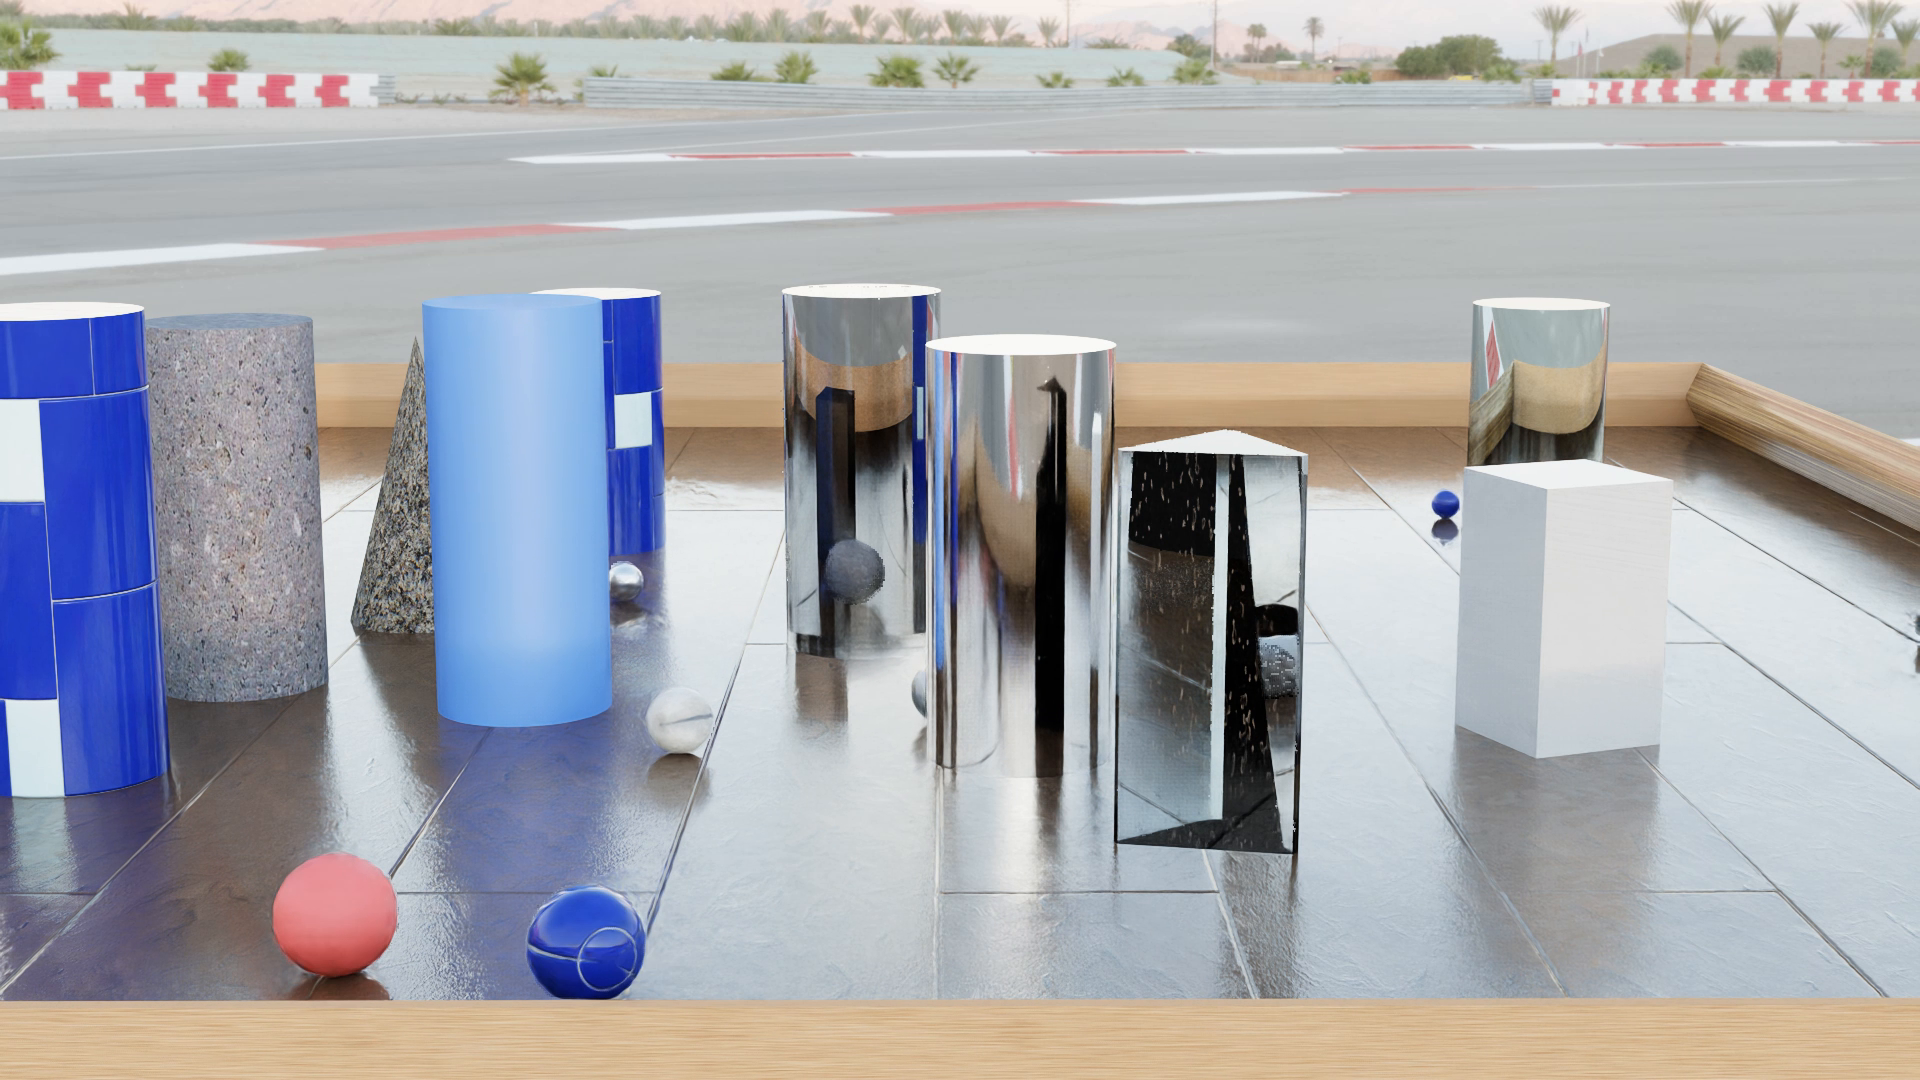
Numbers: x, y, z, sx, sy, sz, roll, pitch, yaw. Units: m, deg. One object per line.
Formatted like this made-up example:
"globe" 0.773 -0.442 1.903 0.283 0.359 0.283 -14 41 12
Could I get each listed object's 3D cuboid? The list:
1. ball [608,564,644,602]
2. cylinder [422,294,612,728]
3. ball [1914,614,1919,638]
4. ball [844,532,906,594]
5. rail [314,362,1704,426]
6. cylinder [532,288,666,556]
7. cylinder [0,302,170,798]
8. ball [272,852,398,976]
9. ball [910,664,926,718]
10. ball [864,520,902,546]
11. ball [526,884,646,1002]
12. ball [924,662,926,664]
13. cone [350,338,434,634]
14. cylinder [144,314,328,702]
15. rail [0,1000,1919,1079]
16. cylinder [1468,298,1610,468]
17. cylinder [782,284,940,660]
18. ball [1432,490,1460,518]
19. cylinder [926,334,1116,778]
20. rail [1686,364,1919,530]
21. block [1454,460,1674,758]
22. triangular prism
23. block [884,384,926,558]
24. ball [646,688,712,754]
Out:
"ball" -0.462 0.058 3.531 0.052 0.052 0.052 0 10 0
"cylinder" -0.501 -0.038 2.917 0.199 0.466 0.199 0 10 0
"ball" 1.242 0.109 3.271 0.046 0.046 0.046 0 10 0
"ball" -0.118 0.031 3.584 0.086 0.086 0.086 0 10 0
"rail" -0.010 -0.292 5.204 3.050 0.129 0.045 0 10 0
"cylinder" -0.553 -0.183 3.918 0.199 0.386 0.199 0 10 0
"cylinder" -0.929 0.005 2.638 0.199 0.481 0.199 0 10 0
"ball" -0.505 0.303 2.077 0.099 0.099 0.099 0 10 0
"ball" -0.020 0.170 2.875 0.071 0.071 0.071 0 10 0
"ball" -0.116 0.001 3.817 0.060 0.060 0.060 0 10 0
"ball" -0.293 0.318 2.015 0.093 0.093 0.093 0 10 0
"ball" 0.000 0.151 2.947 0.082 0.082 0.082 0 10 0
"cone" -0.714 -0.083 3.398 0.199 0.378 0.199 0 10 0
"cylinder" -0.858 -0.043 3.033 0.199 0.432 0.199 0 10 0
"rail" 0.010 0.358 1.693 3.050 0.129 0.045 0 10 0
"cylinder" 0.862 -0.164 3.837 0.199 0.378 0.199 0 10 0
"cylinder" -0.123 -0.091 3.244 0.199 0.449 0.199 0 10 0
"ball" 0.791 -0.058 4.179 0.046 0.046 0.046 0 10 0
"cylinder" 0.063 0.012 2.713 0.199 0.440 0.199 0 10 0
"rail" 1.501 0.032 3.457 0.045 0.129 3.618 0 10 0
"block" 0.658 0.071 2.806 0.159 0.291 0.159 -4 11 -21
"triangular prism" 0.246 0.092 2.457 0.172 0.377 0.149 2 11 12
"block" -0.026 -0.108 3.909 0.159 0.241 0.159 -1 11 -8
"ball" -0.301 0.193 2.750 0.071 0.071 0.071 0 10 0
